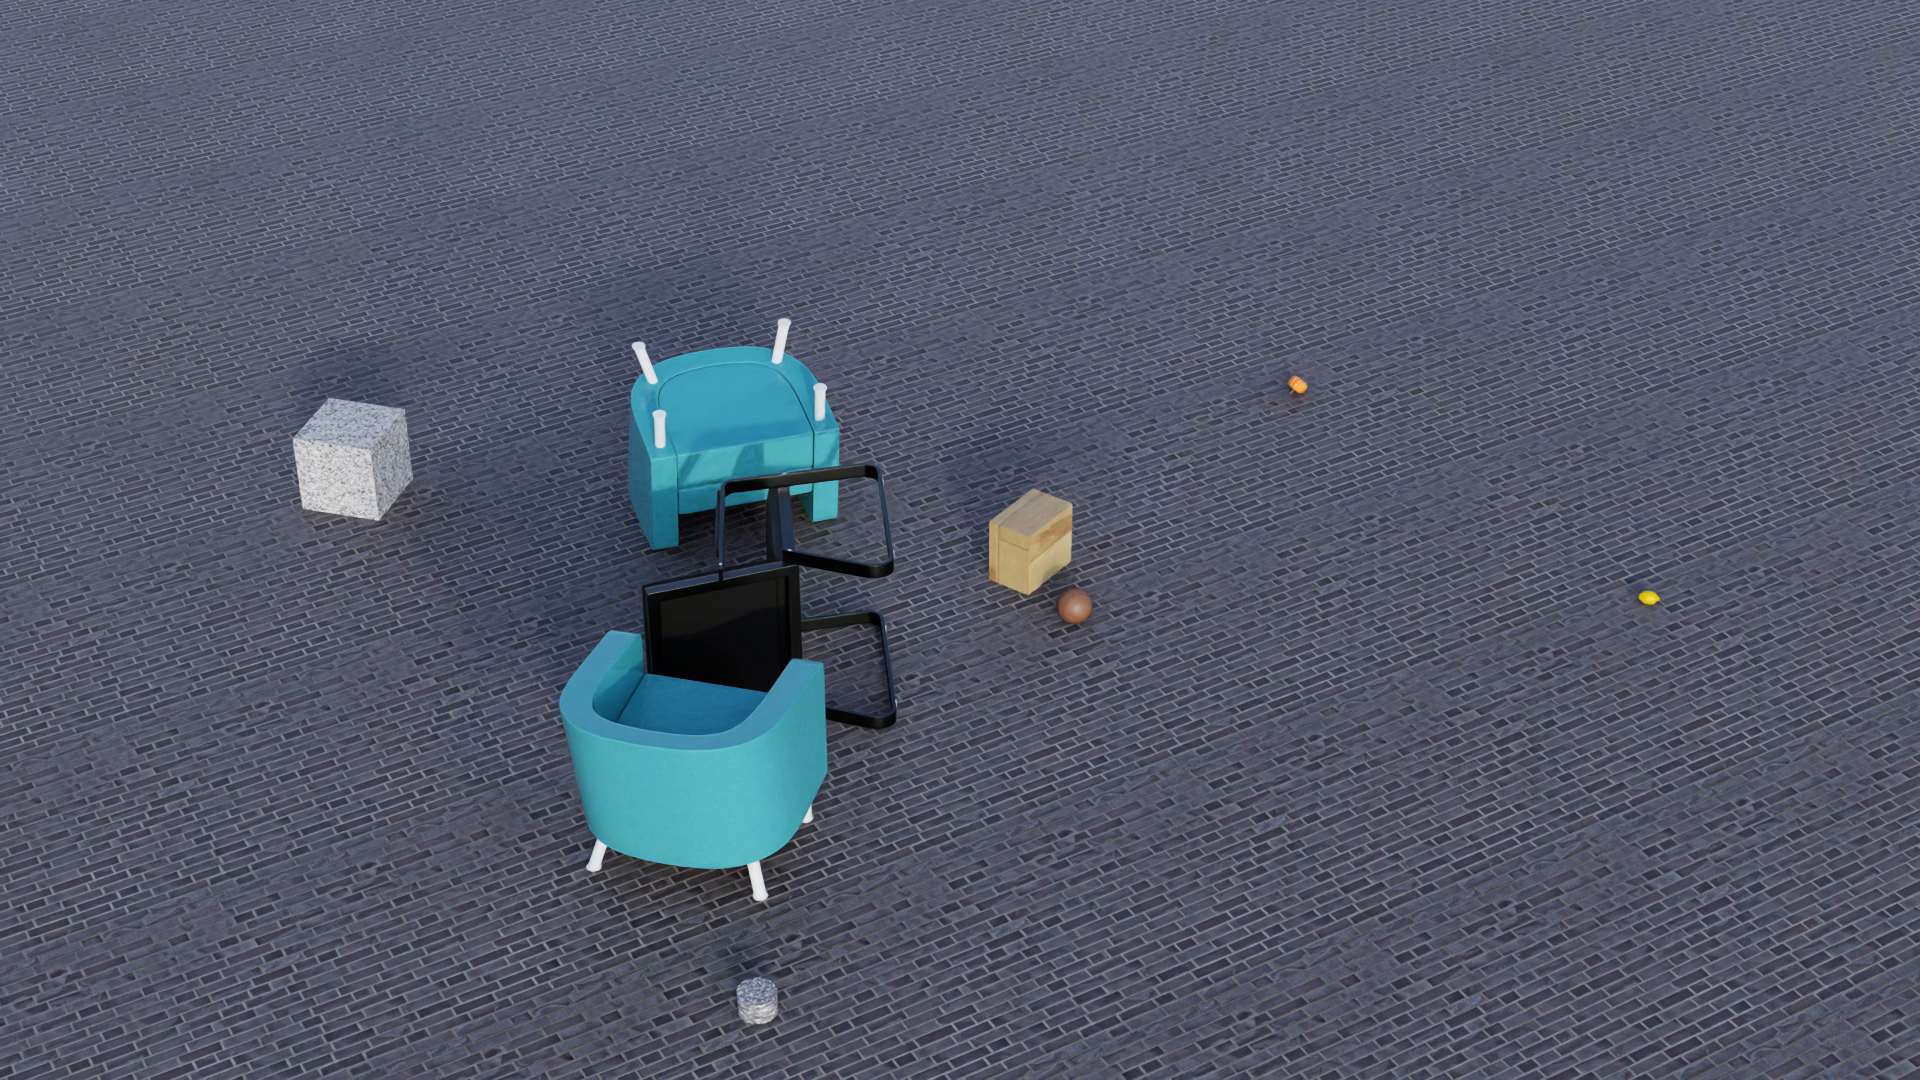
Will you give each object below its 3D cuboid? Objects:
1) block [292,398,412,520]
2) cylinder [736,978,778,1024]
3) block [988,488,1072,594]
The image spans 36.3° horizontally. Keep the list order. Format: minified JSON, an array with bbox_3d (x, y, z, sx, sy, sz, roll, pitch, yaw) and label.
[{"bbox_3d":[-2.301,-0.308,11.128,0.314,0.311,0.310,9,34,13],"label":"block"},{"bbox_3d":[-0.607,1.380,8.783,0.122,0.074,0.126,-19,38,-26],"label":"cylinder"},{"bbox_3d":[0.258,0.006,10.706,0.175,0.253,0.276,22,39,29],"label":"block"}]
